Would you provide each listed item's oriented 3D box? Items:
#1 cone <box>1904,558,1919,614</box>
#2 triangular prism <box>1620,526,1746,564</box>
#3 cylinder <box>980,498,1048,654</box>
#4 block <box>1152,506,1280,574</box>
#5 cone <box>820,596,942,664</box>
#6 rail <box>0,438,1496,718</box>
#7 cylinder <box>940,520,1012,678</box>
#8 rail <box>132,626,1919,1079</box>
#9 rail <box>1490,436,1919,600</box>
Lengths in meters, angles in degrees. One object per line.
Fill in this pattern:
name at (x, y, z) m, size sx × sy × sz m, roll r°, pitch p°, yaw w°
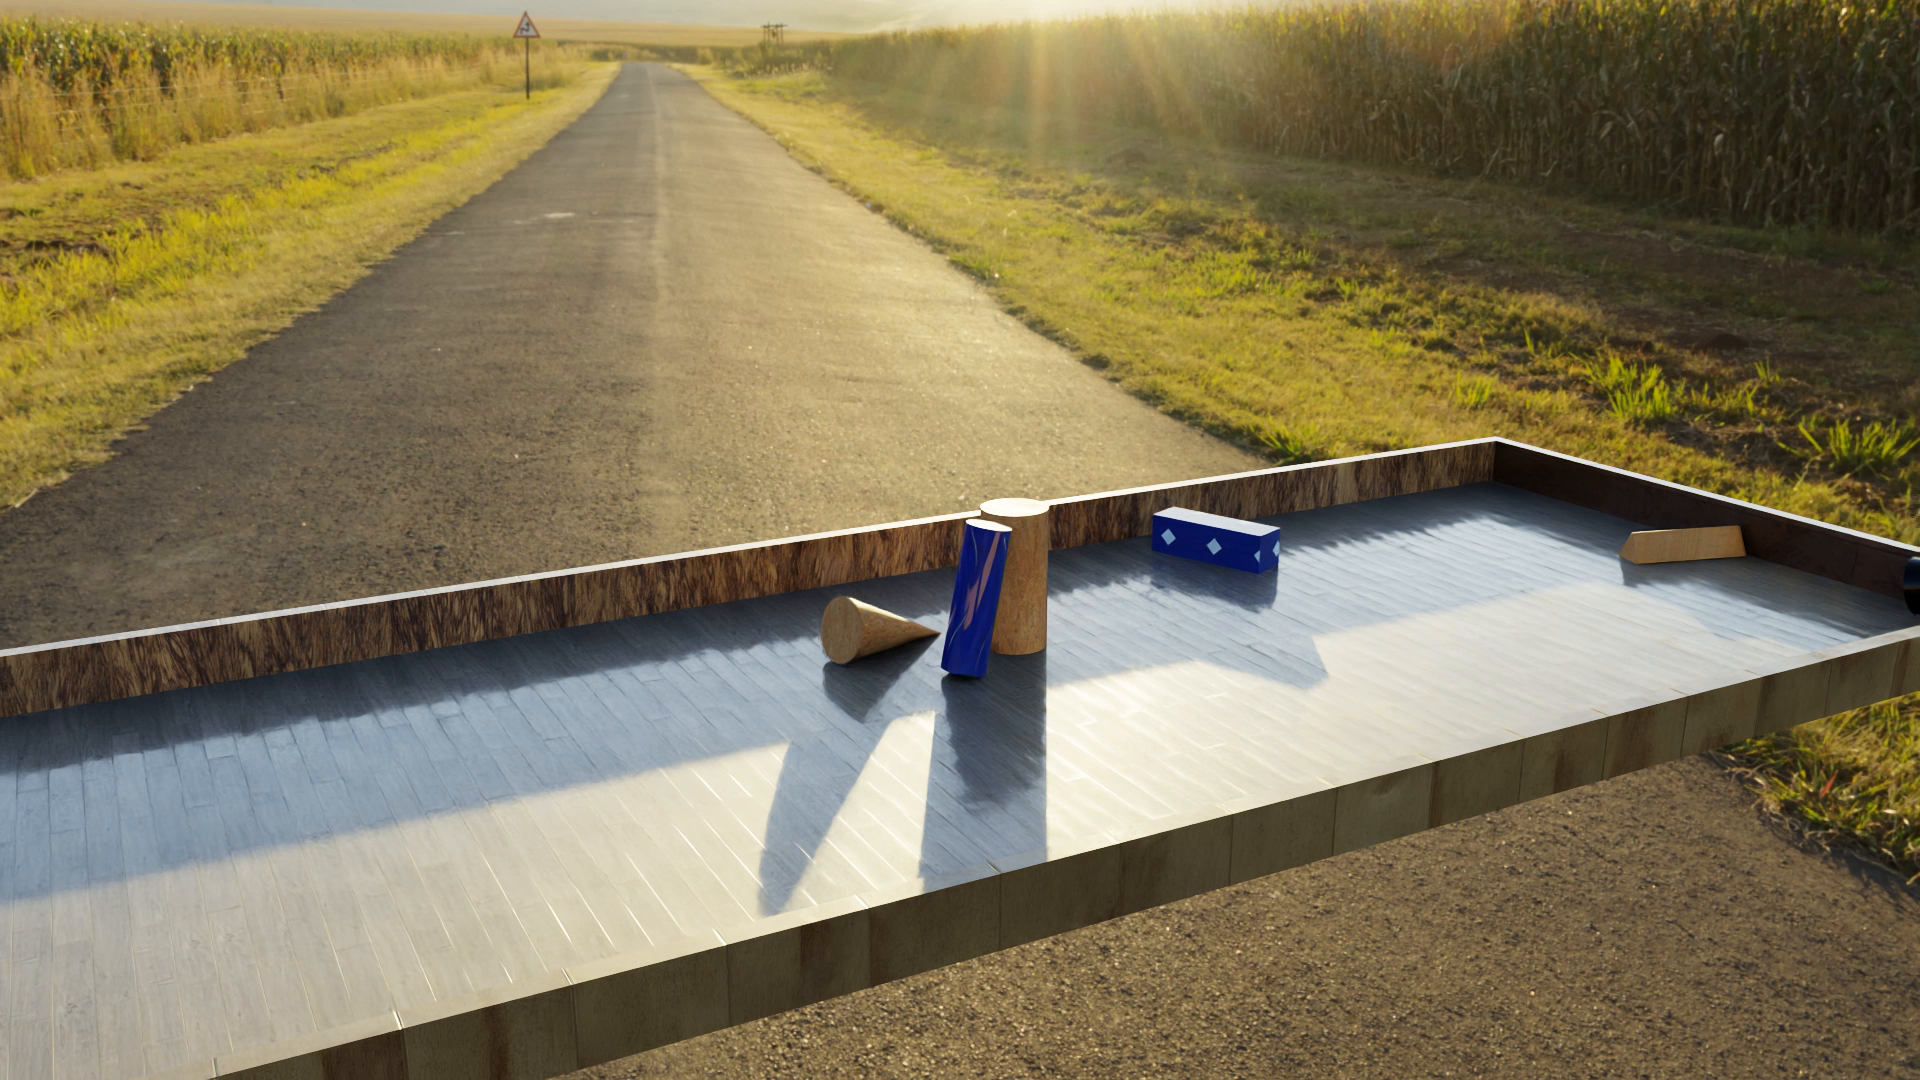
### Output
cone at (2.819, 0.123, 4.476) m, size 0.161 × 0.161 × 0.421 m, roll -13°, pitch 7°, yaw -38°
triangular prism at (2.268, 0.007, 5.165) m, size 0.379 × 0.088 × 0.102 m, roll -4°, pitch 17°, yaw -12°
cylinder at (0.143, 0.095, 4.362) m, size 0.179 × 0.378 × 0.179 m, roll 0°, pitch 16°, yaw 0°
block at (0.796, -0.002, 5.150) m, size 0.387 × 0.119 × 0.119 m, roll 13°, pitch 21°, yaw 38°
cone at (-0.178, 0.243, 4.377) m, size 0.347 × 0.175 × 0.175 m, roll 5°, pitch 9°, yaw -42°
rail at (-3.305, 0.497, 3.399) m, size 12.000 × 0.150 × 0.050 m, roll -9°, pitch 18°, yaw -27°
cylinder at (0.040, 0.147, 4.156) m, size 0.116 × 0.379 × 0.116 m, roll 10°, pitch 10°, yaw -2°
rail at (-2.336, 1.006, 1.665) m, size 12.000 × 0.150 × 0.050 m, roll -9°, pitch 18°, yaw -27°
rail at (2.466, -0.048, 5.253) m, size 0.050 × 0.150 × 2.100 m, roll -9°, pitch 18°, yaw -27°
